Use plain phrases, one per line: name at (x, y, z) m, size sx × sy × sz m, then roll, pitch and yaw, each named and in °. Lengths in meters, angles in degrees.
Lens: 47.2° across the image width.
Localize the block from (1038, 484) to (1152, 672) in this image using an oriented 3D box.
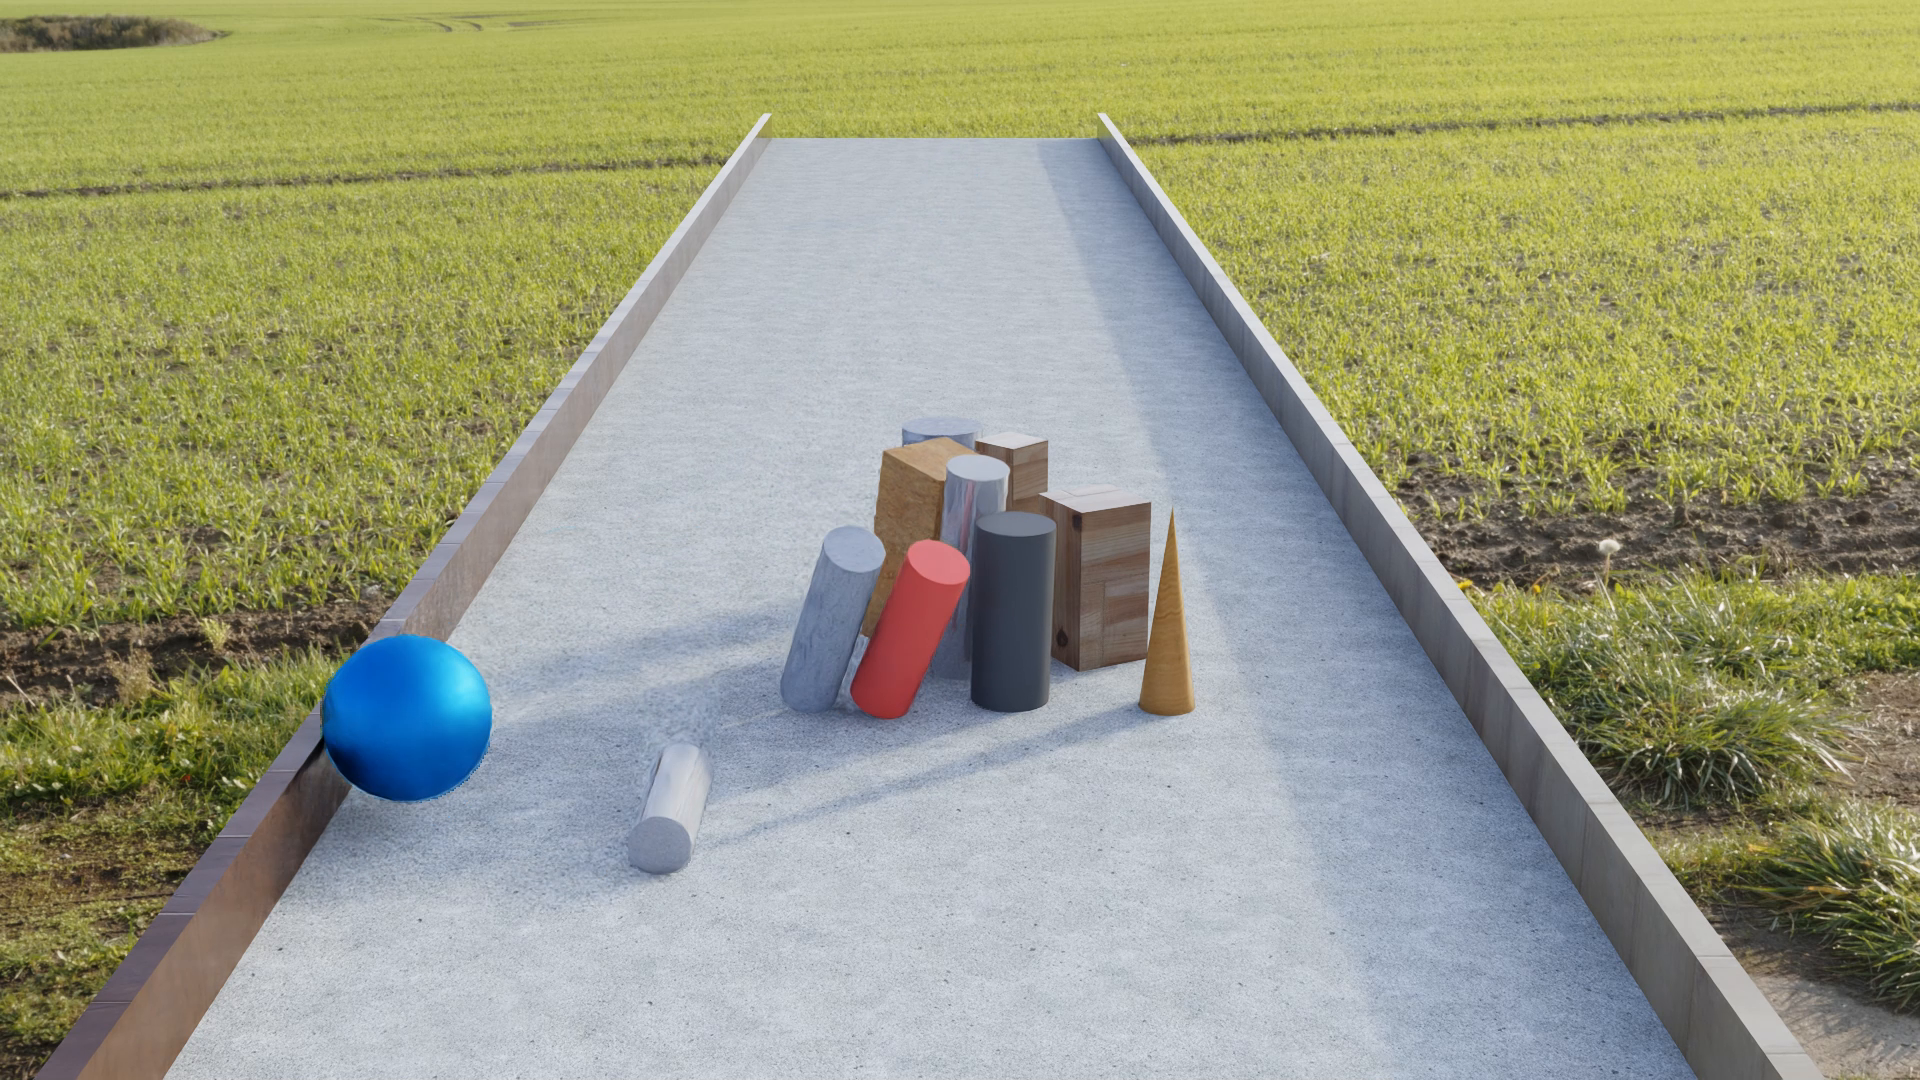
block at (0.267, 0.073, 4.408) m, size 0.162 × 0.327 × 0.162 m, roll -9°, pitch 19°, yaw -28°

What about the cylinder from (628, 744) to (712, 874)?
cylinder at (-0.471, 0.435, 3.587) m, size 0.100 × 0.100 × 0.304 m, roll 0°, pitch 17°, yaw 0°

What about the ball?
ball at (-0.912, 0.294, 3.631) m, size 0.274 × 0.274 × 0.274 m, roll 0°, pitch 17°, yaw 0°

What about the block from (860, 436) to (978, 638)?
block at (-0.060, 0.023, 4.398) m, size 0.167 × 0.405 × 0.167 m, roll -15°, pitch 33°, yaw -41°

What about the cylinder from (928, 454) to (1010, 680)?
cylinder at (0.016, 0.055, 4.260) m, size 0.120 × 0.431 × 0.120 m, roll 5°, pitch 26°, yaw -2°

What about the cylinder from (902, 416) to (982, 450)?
cylinder at (-0.039, -0.081, 4.877) m, size 0.177 × 0.354 × 0.177 m, roll 0°, pitch 17°, yaw 0°

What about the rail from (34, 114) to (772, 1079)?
rail at (-1.118, -0.838, 7.780) m, size 0.050 × 0.150 × 12.000 m, roll 0°, pitch 17°, yaw -1°

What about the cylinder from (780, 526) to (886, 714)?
cylinder at (-0.237, 0.150, 4.027) m, size 0.112 × 0.398 × 0.112 m, roll 10°, pitch 45°, yaw -10°

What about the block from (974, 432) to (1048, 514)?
block at (0.108, -0.029, 4.662) m, size 0.109 × 0.377 × 0.109 m, roll 15°, pitch 22°, yaw 41°

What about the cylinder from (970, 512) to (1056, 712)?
cylinder at (0.100, 0.135, 4.151) m, size 0.150 × 0.349 × 0.150 m, roll 2°, pitch 19°, yaw -1°

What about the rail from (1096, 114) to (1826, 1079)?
rail at (0.932, -0.844, 7.801) m, size 0.050 × 0.150 × 12.000 m, roll 0°, pitch 17°, yaw -1°

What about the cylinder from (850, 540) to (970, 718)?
cylinder at (-0.094, 0.166, 4.038) m, size 0.118 × 0.345 × 0.118 m, roll 15°, pitch 37°, yaw -12°

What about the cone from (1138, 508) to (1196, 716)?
cone at (0.392, 0.124, 4.115) m, size 0.108 × 0.396 × 0.108 m, roll 0°, pitch 17°, yaw 0°
